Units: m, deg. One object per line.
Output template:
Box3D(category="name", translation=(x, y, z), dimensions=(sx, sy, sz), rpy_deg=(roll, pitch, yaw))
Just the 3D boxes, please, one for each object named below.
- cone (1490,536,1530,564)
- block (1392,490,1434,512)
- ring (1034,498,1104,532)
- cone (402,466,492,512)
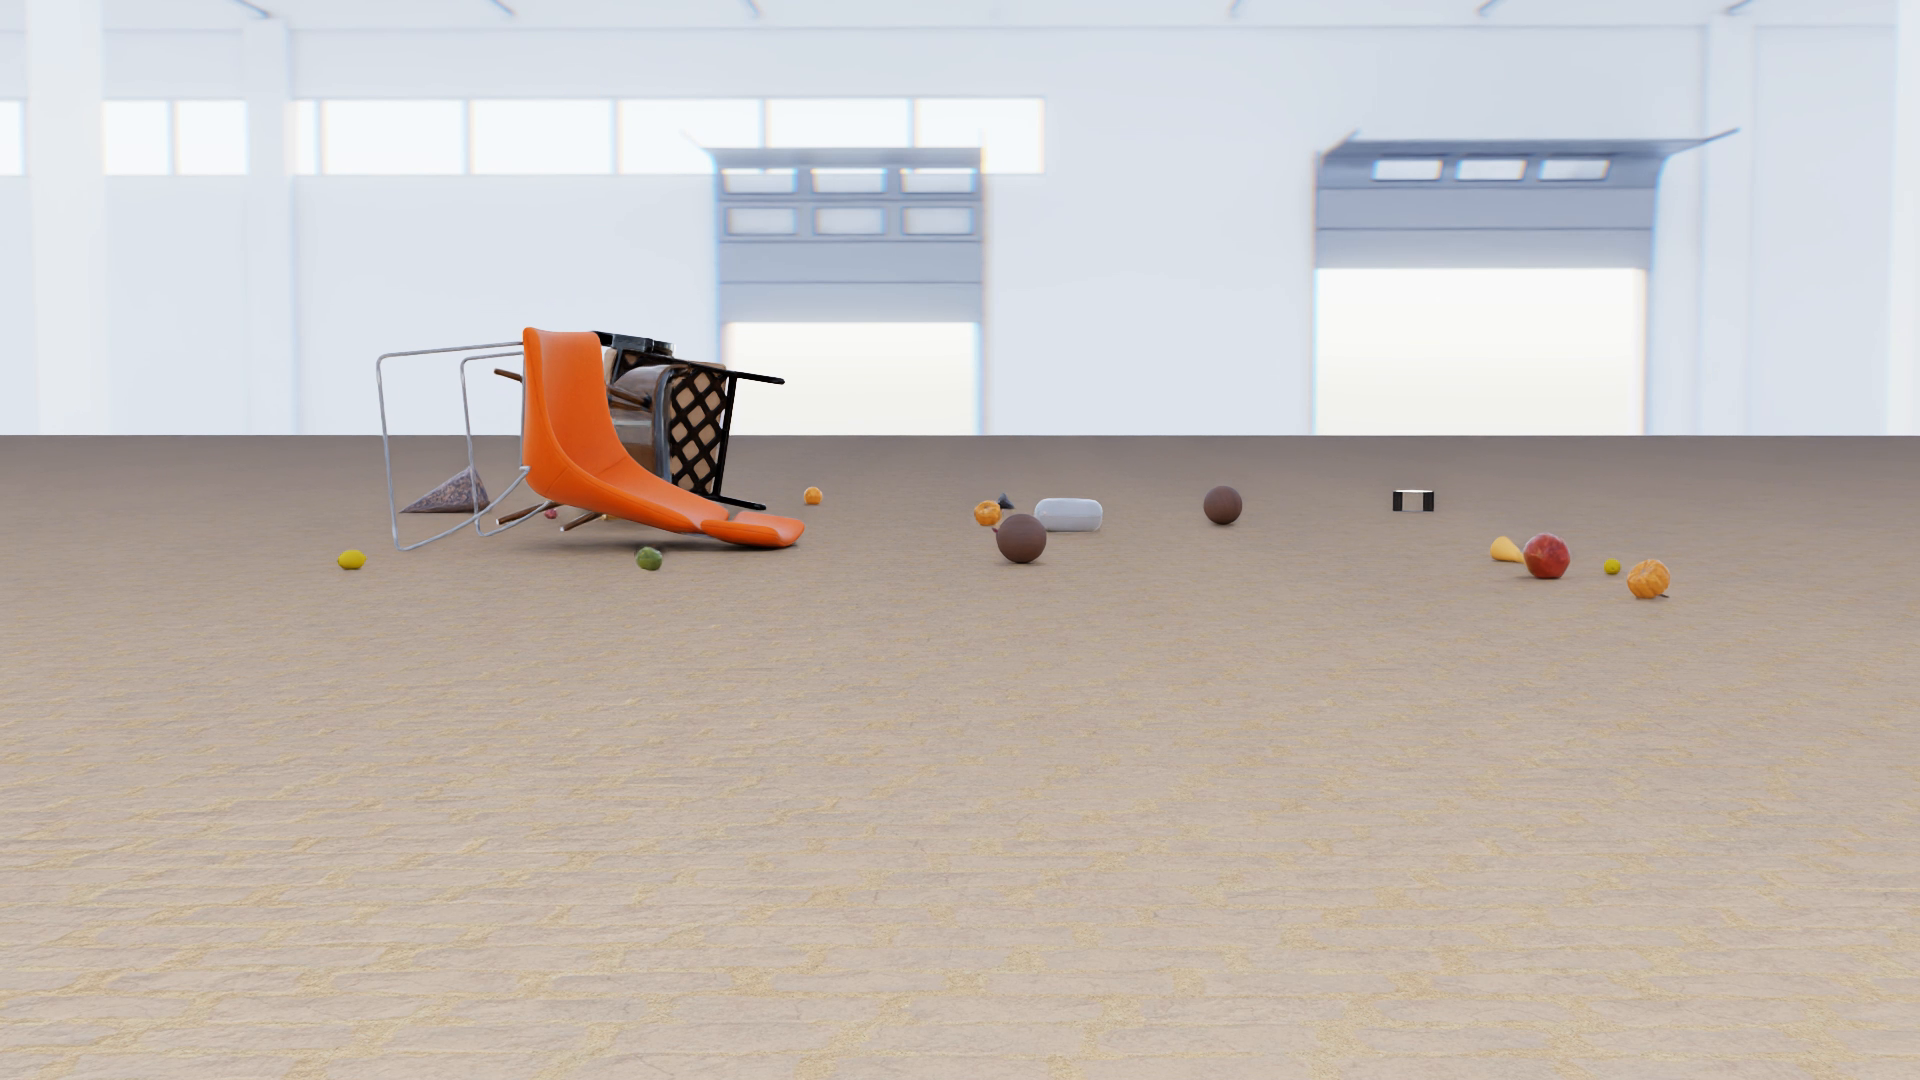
Box3D(category="cone", translation=(1.442, 0.042, 5.700), dimensions=(0.065, 0.067, 0.134), rpy_deg=(20, 9, -28))
Box3D(category="block", translation=(1.665, -0.142, 8.075), dimensions=(0.099, 0.074, 0.109), rpy_deg=(-3, 5, -35))
Box3D(category="ring", translation=(0.344, -0.078, 6.956), dimensions=(0.226, 0.101, 0.170), rpy_deg=(0, 5, -19))
Box3D(category="cone", translation=(-1.897, -0.143, 8.020), dimensions=(0.311, 0.130, 0.264), rpy_deg=(-18, 40, -18))
